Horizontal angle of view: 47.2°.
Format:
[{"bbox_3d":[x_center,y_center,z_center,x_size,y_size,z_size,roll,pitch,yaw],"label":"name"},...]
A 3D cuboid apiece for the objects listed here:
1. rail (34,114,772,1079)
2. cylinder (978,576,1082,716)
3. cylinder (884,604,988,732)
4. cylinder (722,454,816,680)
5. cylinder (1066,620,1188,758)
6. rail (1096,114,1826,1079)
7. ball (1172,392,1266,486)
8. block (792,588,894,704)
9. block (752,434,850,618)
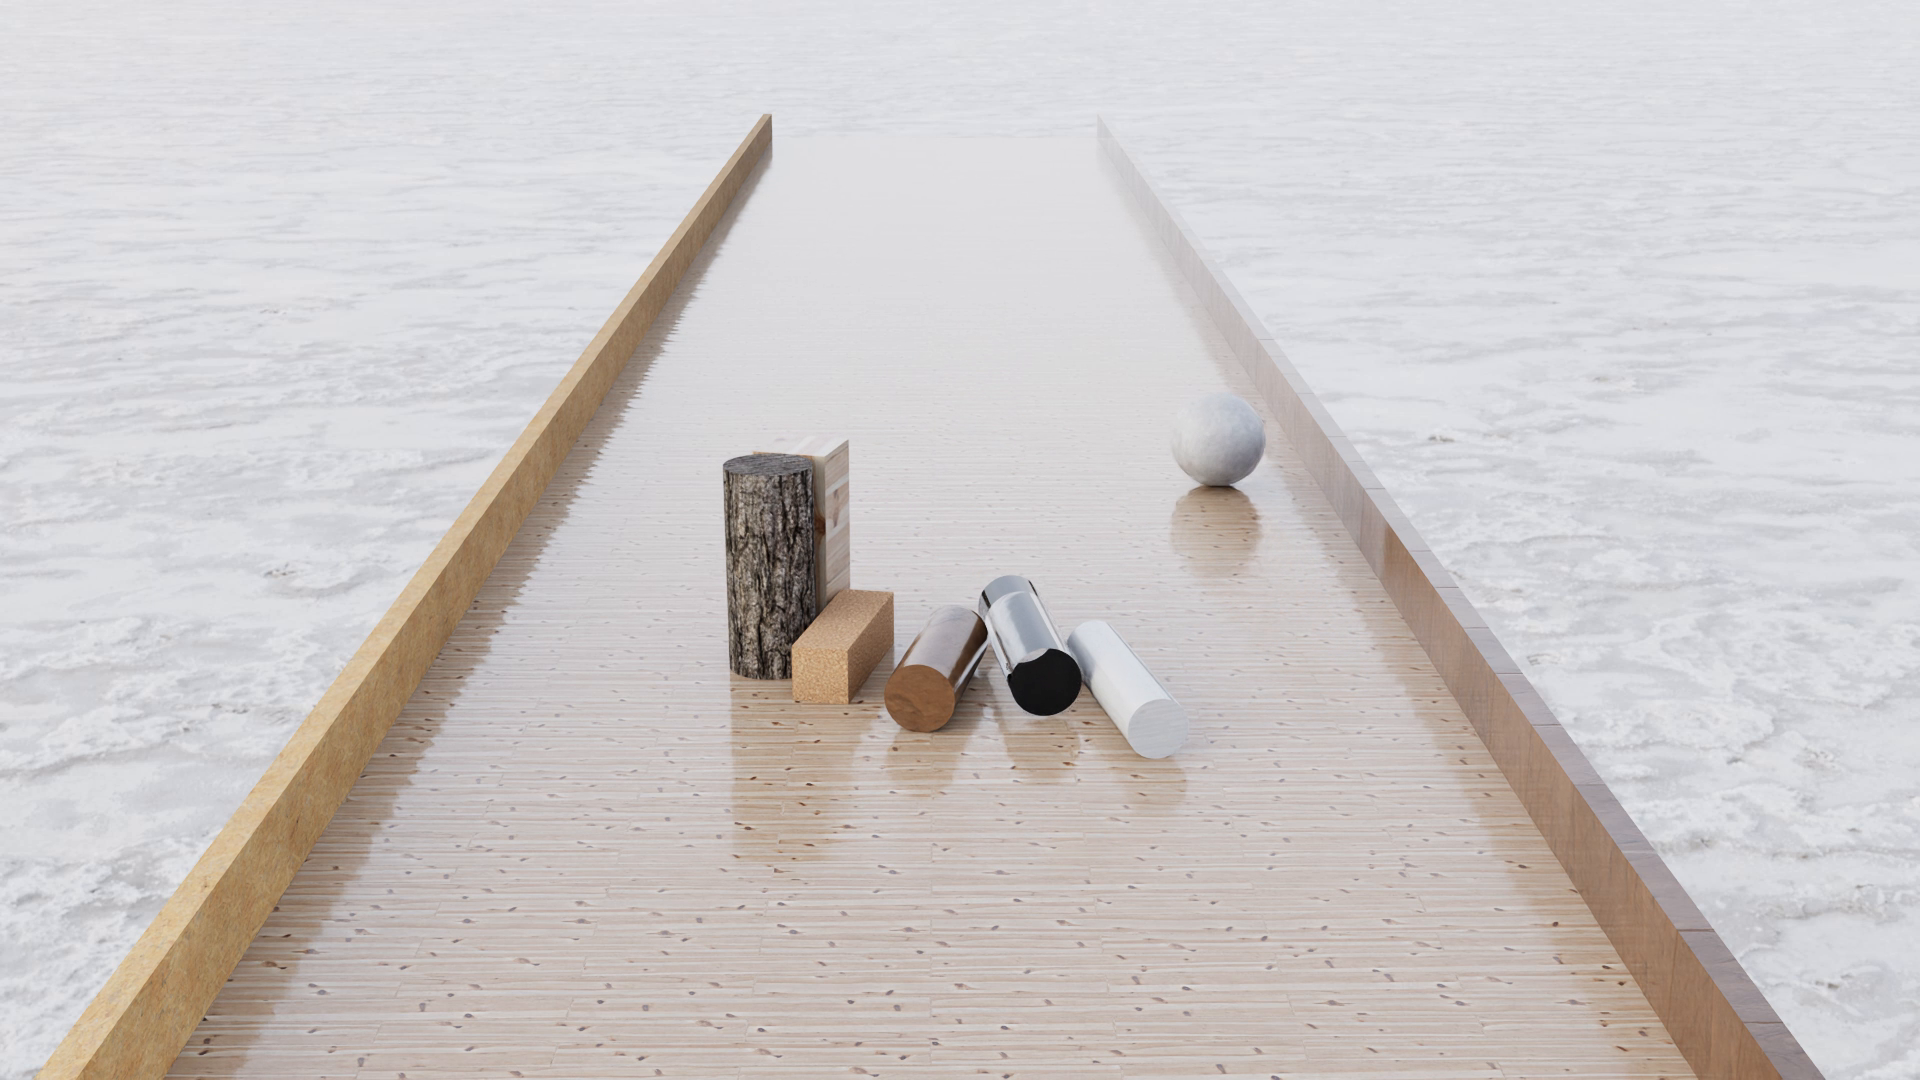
[{"bbox_3d":[-1.118,-0.838,7.780,0.050,0.150,12.000,0,17,-1],"label":"rail"},{"bbox_3d":[0.132,0.201,4.317,0.135,0.135,0.456,-2,17,-7],"label":"cylinder"},{"bbox_3d":[-0.041,0.240,4.186,0.133,0.133,0.353,3,17,10],"label":"cylinder"},{"bbox_3d":[-0.373,0.051,4.331,0.175,0.412,0.175,0,16,0],"label":"cylinder"},{"bbox_3d":[0.307,0.273,4.108,0.114,0.114,0.442,-3,17,-11],"label":"cylinder"},{"bbox_3d":[0.932,-0.844,7.801,0.050,0.150,12.000,0,17,-1],"label":"rail"},{"bbox_3d":[0.666,-0.259,5.672,0.242,0.242,0.242,0,17,0],"label":"ball"},{"bbox_3d":[-0.227,0.206,4.341,0.109,0.109,0.365,4,17,12],"label":"block"},{"bbox_3d":[-0.320,0.006,4.481,0.151,0.413,0.151,5,17,15],"label":"block"}]
